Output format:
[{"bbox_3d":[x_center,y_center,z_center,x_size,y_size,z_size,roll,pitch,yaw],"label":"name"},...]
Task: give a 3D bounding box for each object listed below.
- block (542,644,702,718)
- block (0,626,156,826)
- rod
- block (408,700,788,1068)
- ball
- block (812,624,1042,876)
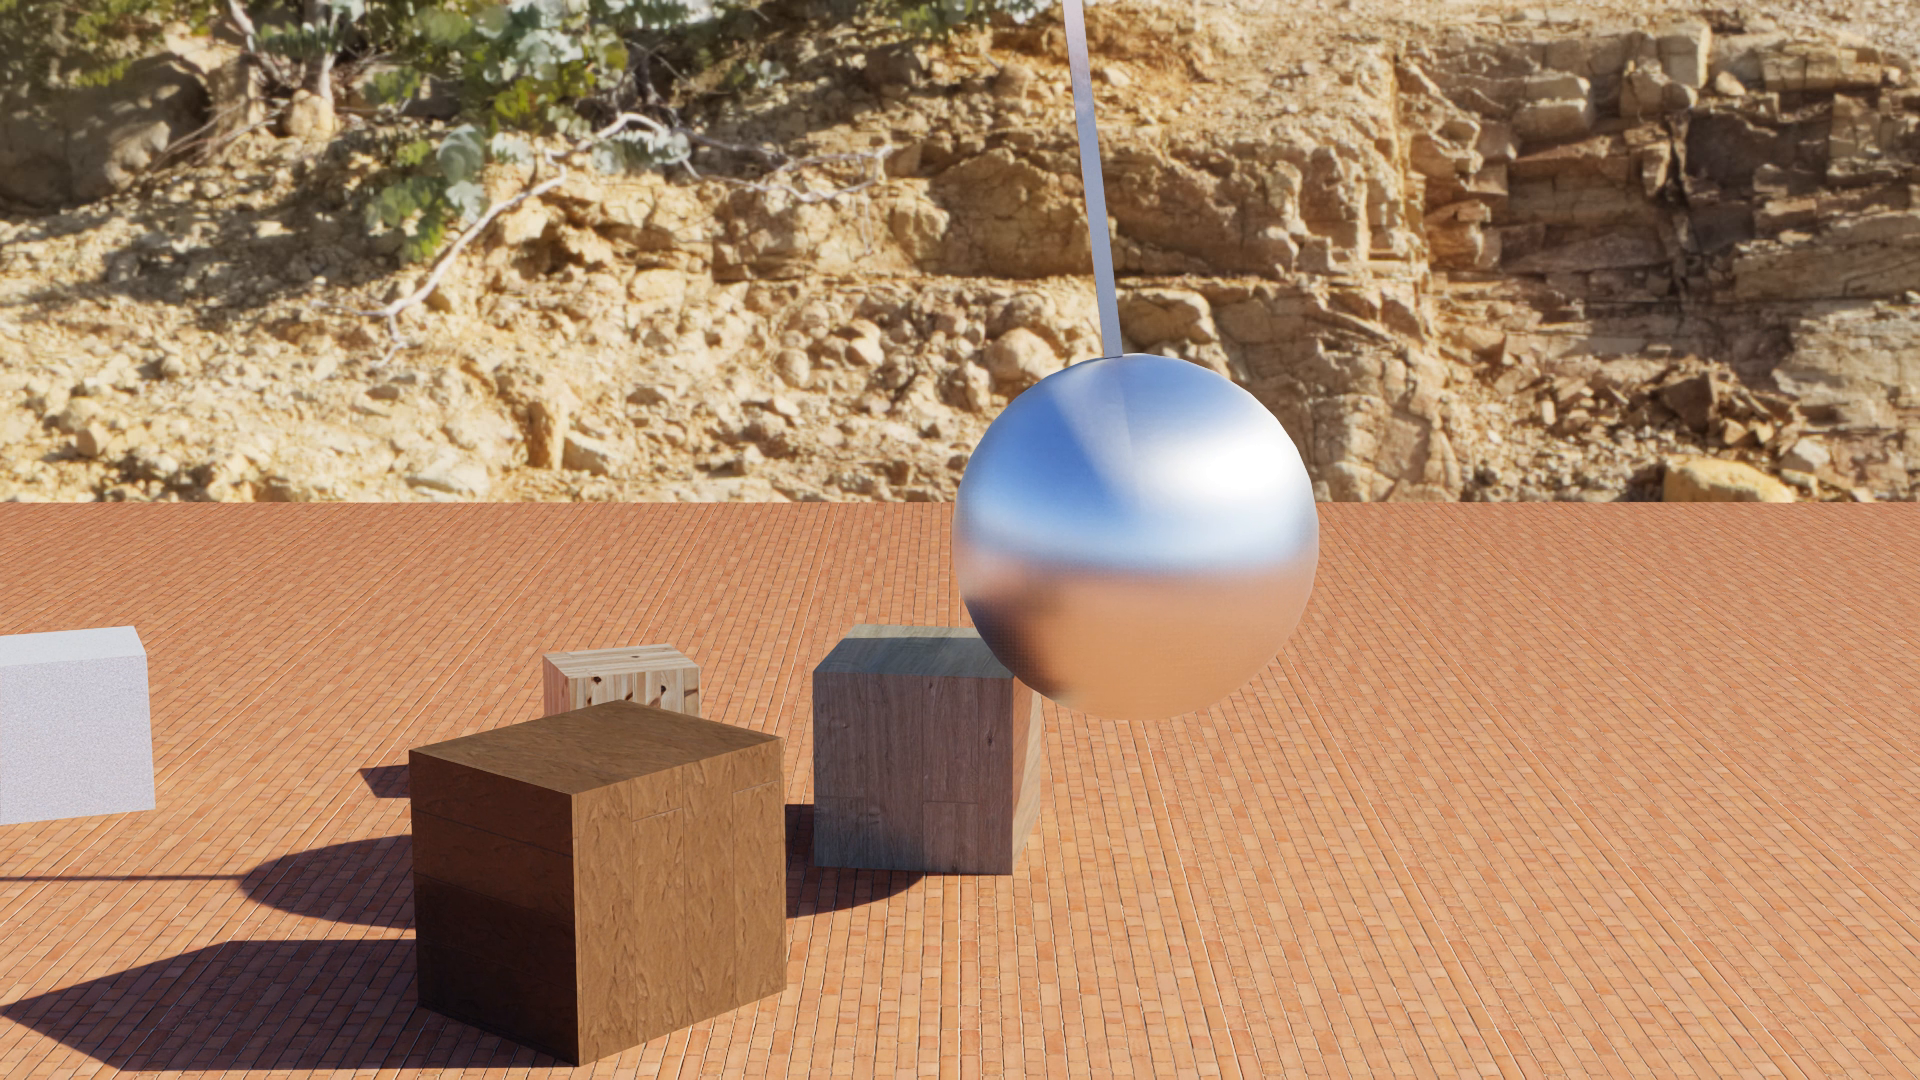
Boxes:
[{"bbox_3d":[-1.707,0.899,12.952,0.662,0.596,0.580,-4,11,-22],"label":"block"},{"bbox_3d":[-4.406,0.894,12.505,0.824,0.767,0.706,-4,11,-22],"label":"block"},{"bbox_3d":[0.330,-3.329,10.575,0.080,5.200,0.080,-7,10,1],"label":"rod"},{"bbox_3d":[-1.369,1.265,9.786,0.933,1.009,1.052,9,14,40],"label":"block"},{"bbox_3d":[0.761,-0.011,11.178,1.600,1.600,1.600,0,10,0],"label":"ball"},{"bbox_3d":[-0.133,0.946,11.860,0.897,0.896,1.012,2,10,9],"label":"block"}]
